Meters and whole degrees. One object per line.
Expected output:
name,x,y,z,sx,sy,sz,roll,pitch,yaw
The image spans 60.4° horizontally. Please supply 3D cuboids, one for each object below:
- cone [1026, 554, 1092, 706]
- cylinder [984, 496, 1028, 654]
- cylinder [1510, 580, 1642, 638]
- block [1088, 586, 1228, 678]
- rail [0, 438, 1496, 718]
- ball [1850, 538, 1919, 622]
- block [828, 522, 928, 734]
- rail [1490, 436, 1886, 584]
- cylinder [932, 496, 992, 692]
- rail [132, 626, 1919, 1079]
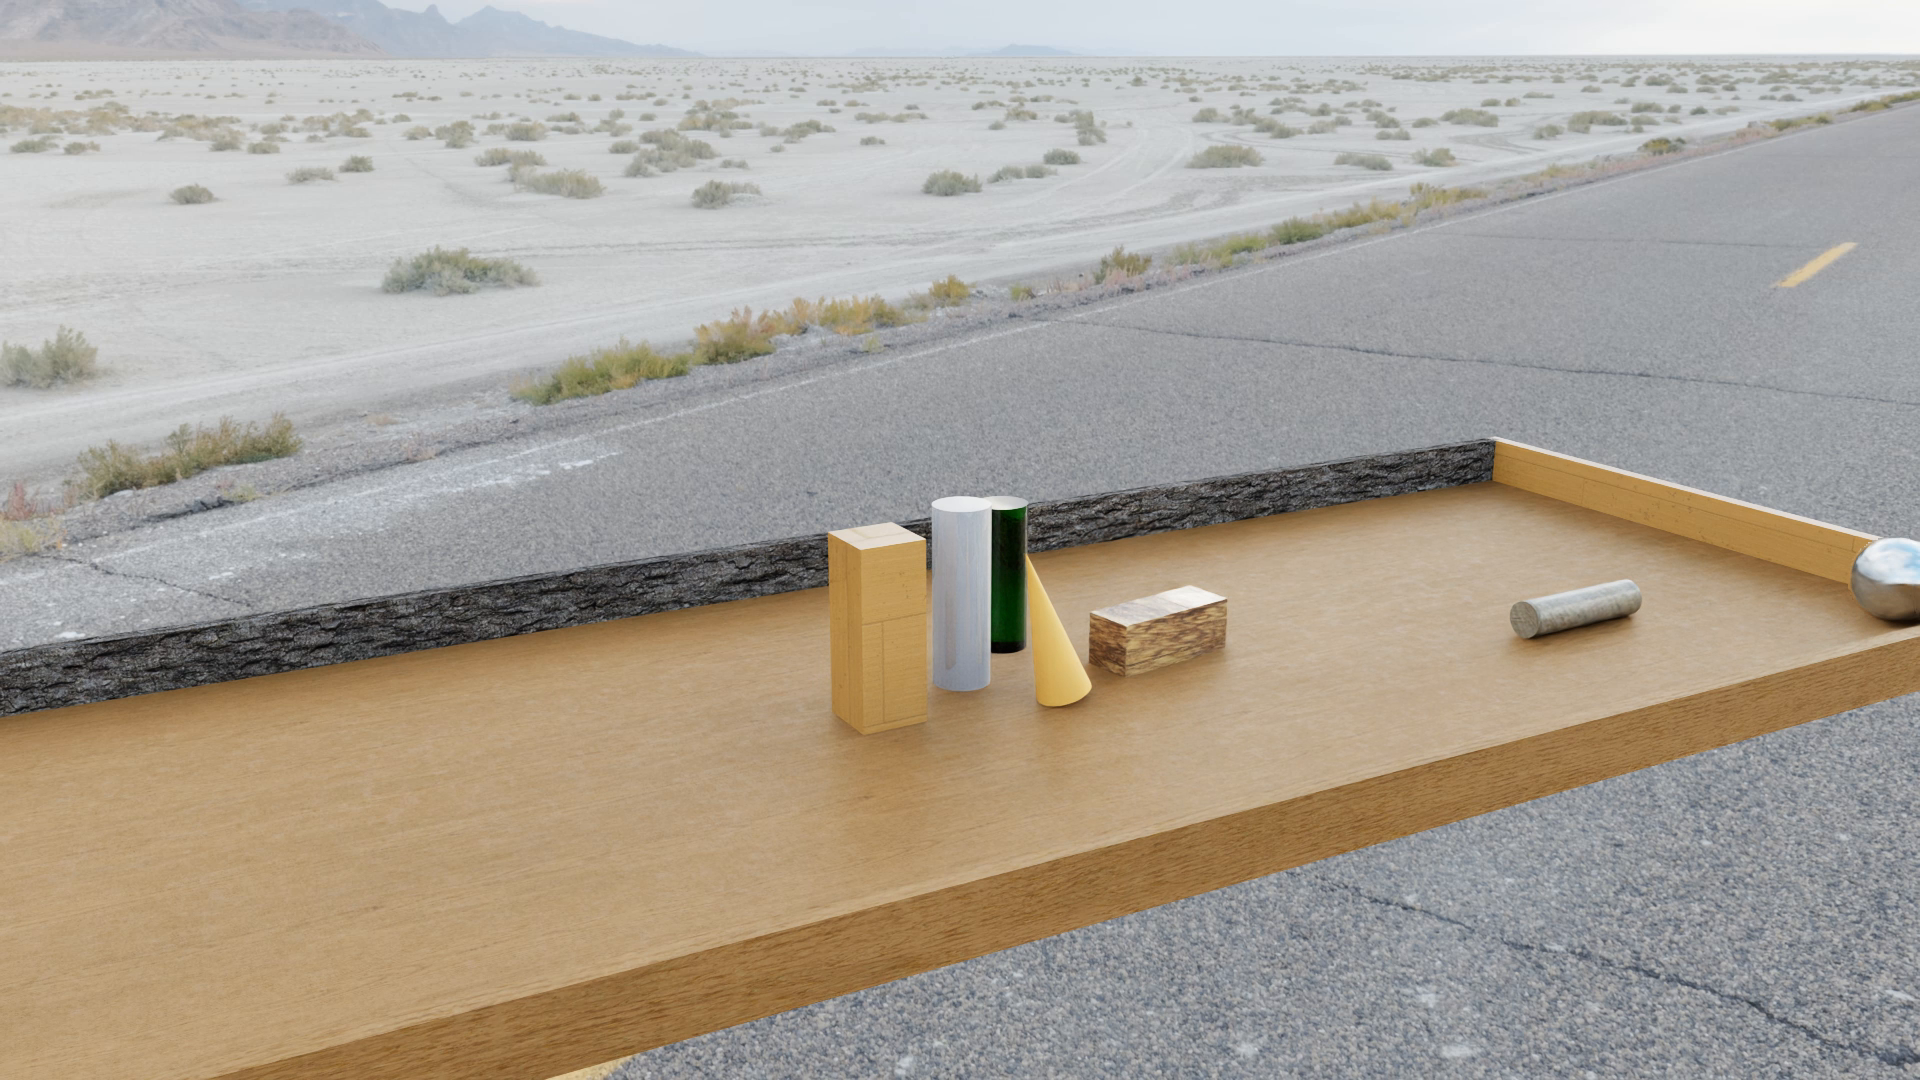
cone,0.204,0.199,3.958,0.139,0.382,0.139,-14,22,6
cylinder,0.110,0.091,4.347,0.137,0.393,0.137,0,16,0
cylinder,1.697,0.187,4.539,0.404,0.101,0.101,-9,19,-28
block,0.518,0.236,4.306,0.361,0.139,0.139,-12,20,-36
rail,-3.305,0.497,3.399,12.000,0.150,0.050,-9,18,-27
ball,2.599,0.109,4.574,0.231,0.231,0.231,0,16,0
block,-0.192,0.205,3.864,0.168,0.448,0.168,-9,19,-29
rail,2.466,-0.048,5.253,0.050,0.150,2.100,-9,18,-27
cylinder,0.004,0.133,4.087,0.147,0.460,0.147,0,16,0
rail,-2.336,1.006,1.665,12.000,0.150,0.050,-9,18,-27
